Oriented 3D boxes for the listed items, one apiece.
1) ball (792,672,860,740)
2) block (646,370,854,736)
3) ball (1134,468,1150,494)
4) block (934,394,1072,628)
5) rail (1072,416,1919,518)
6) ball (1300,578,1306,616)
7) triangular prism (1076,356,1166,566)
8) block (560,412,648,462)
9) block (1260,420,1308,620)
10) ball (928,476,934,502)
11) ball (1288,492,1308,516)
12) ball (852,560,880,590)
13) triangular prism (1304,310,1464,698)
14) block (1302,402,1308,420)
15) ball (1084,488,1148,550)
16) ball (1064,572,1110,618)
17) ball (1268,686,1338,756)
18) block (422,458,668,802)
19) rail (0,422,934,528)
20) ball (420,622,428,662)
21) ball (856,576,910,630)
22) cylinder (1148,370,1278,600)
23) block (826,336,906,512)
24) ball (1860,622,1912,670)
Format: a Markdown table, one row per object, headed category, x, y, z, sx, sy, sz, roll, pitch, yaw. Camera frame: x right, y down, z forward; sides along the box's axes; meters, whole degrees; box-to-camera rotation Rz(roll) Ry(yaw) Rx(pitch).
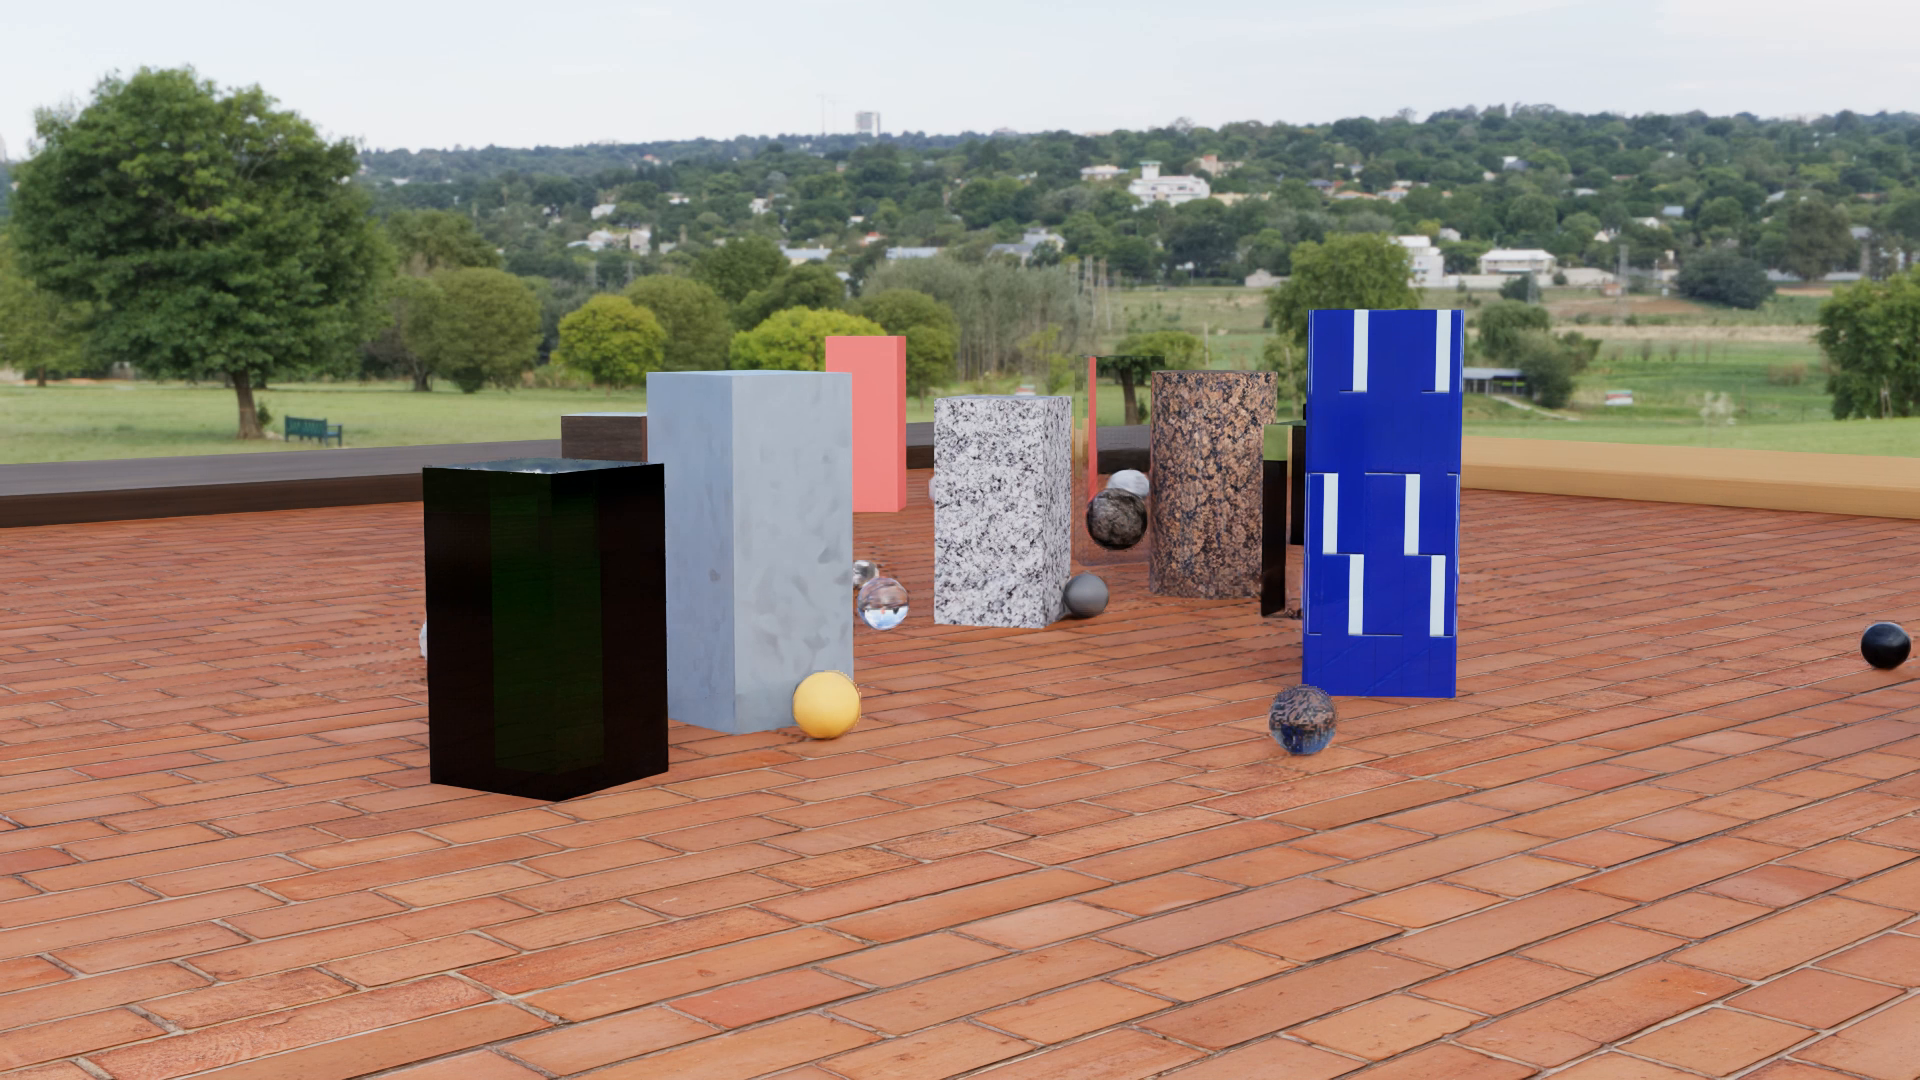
| category | x | y | z | sx | sy | sz | roll | pitch | yaw |
| --- | --- | --- | --- | --- | --- | --- | --- | --- | --- |
| ball | -0.140 | 0.172 | 2.292 | 0.071 | 0.071 | 0.071 | 0 | 6 | 0 |
| block | -0.229 | 0.006 | 2.405 | 0.159 | 0.378 | 0.159 | -5 | 8 | -41 |
| ball | 0.455 | -0.145 | 5.385 | 0.061 | 0.061 | 0.061 | 0 | 6 | 0 |
| block | 0.063 | -0.045 | 3.173 | 0.159 | 0.321 | 0.159 | 2 | 6 | 17 |
| rail | 1.786 | -0.137 | 4.970 | 0.045 | 0.129 | 4.422 | -5 | 8 | -42 |
| ball | 0.493 | 0.074 | 2.865 | 0.098 | 0.098 | 0.098 | 0 | 6 | 0 |
| triangular prism | 0.251 | -0.146 | 3.931 | 0.172 | 0.365 | 0.149 | -4 | 7 | -32 |
| block | -0.654 | -0.116 | 4.198 | 0.159 | 0.249 | 0.159 | 1 | 6 | 12 |
| block | 0.547 | -0.031 | 3.225 | 0.159 | 0.281 | 0.159 | 3 | 7 | 28 |
| ball | -0.028 | -0.114 | 4.955 | 0.089 | 0.089 | 0.089 | 0 | 6 | 0 |
| ball | 0.739 | -0.077 | 4.774 | 0.051 | 0.051 | 0.051 | 0 | 6 | 0 |
| ball | -0.153 | 0.056 | 3.510 | 0.050 | 0.050 | 0.050 | 0 | 6 | 0 |
| triangular prism | 0.495 | -0.048 | 2.601 | 0.172 | 0.446 | 0.149 | 1 | 6 | 7 |
| block | 0.762 | -0.133 | 4.277 | 0.159 | 0.267 | 0.159 | 2 | 6 | 23 |
| ball | 0.247 | -0.033 | 3.482 | 0.099 | 0.099 | 0.099 | 0 | 6 | 0 |
| ball | 0.184 | 0.081 | 3.196 | 0.066 | 0.066 | 0.066 | 0 | 6 | 0 |
| ball | 0.345 | 0.182 | 2.211 | 0.068 | 0.068 | 0.068 | 0 | 6 | 0 |
| block | -0.392 | 0.078 | 2.091 | 0.159 | 0.300 | 0.159 | 4 | 7 | 32 |
| rail | -1.483 | -0.133 | 4.930 | 4.906 | 0.129 | 0.045 | -5 | 8 | -42 |
| ball | -0.626 | 0.124 | 2.714 | 0.080 | 0.080 | 0.080 | 0 | 6 | 0 |
| ball | -0.108 | 0.089 | 3.077 | 0.074 | 0.074 | 0.074 | 0 | 6 | 0 |
| cylinder | 0.401 | -0.092 | 3.485 | 0.199 | 0.349 | 0.199 | 0 | 6 | 0 |
| block | -0.210 | -0.264 | 4.947 | 0.159 | 0.388 | 0.159 | 1 | 6 | 6 |
| ball | 1.153 | 0.131 | 2.740 | 0.059 | 0.059 | 0.059 | 0 | 6 | 0 |
